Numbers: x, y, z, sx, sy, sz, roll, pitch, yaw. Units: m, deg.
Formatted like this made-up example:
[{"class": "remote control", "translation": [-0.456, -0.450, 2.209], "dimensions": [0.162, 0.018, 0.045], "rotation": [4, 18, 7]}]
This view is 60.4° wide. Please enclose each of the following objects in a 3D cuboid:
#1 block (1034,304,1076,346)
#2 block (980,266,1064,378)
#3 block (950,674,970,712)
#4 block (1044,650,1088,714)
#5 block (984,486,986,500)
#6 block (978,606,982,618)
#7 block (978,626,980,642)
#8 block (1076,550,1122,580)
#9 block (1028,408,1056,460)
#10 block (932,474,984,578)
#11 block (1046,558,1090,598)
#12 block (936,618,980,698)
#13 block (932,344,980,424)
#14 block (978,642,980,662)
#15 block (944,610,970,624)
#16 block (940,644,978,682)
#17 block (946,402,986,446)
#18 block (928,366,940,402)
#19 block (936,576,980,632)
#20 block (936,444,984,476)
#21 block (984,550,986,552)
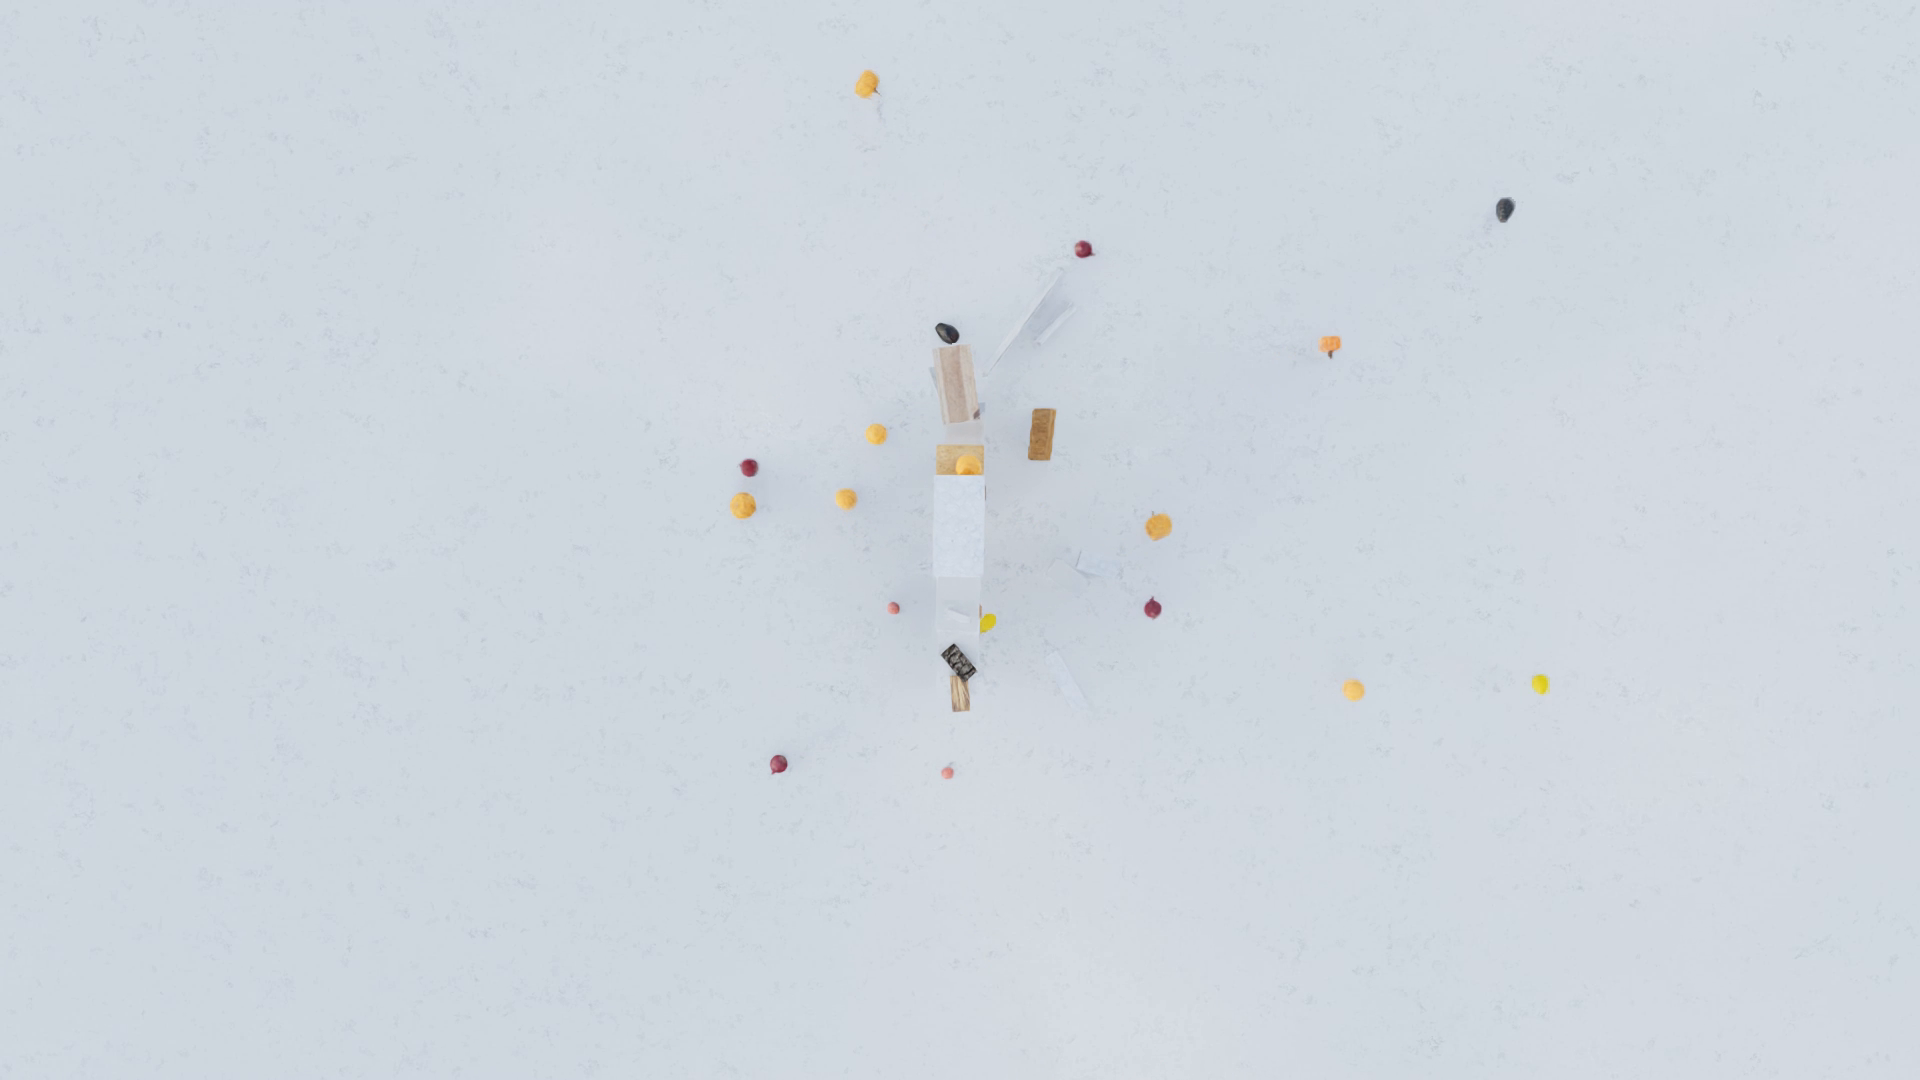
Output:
[{"class": "block", "translation": [0.316, -0.712, 5.457], "dimensions": [0.024, 0.085, 0.170], "rotation": [44, 90, -5]}, {"class": "block", "translation": [0.204, -0.721, 5.457], "dimensions": [0.024, 0.085, 0.432], "rotation": [36, 90, 0]}, {"class": "block", "translation": [0.000, 0.447, 4.807], "dimensions": [0.053, 0.015, 0.106], "rotation": [-4, 91, 0]}, {"class": "block", "translation": [0.353, 0.474, 5.492], "dimensions": [0.053, 0.015, 0.217], "rotation": [-30, 90, 0]}, {"class": "block", "translation": [0.003, -0.130, 4.537], "dimensions": [0.135, 0.269, 0.038], "rotation": [0, 92, 0]}, {"class": "block", "translation": [0.002, 0.211, 4.908], "dimensions": [0.122, 0.343, 0.035], "rotation": [2, 89, 0]}, {"class": "block", "translation": [0.002, 0.283, 4.962], "dimensions": [0.117, 0.233, 0.033], "rotation": [0, 82, 0]}, {"class": "block", "translation": [0.462, 0.082, 5.490], "dimensions": [0.139, 0.020, 0.069], "rotation": [15, 90, 0]}, {"class": "block", "translation": [0.270, -0.349, 5.460], "dimensions": [0.024, 0.085, 0.170], "rotation": [7, 90, -40]}, {"class": "block", "translation": [-0.003, -0.037, 4.382], "dimensions": [0.135, 0.038, 0.269], "rotation": [1, 90, 0]}, {"class": "block", "translation": [0.359, 0.127, 5.490], "dimensions": [0.139, 0.020, 0.069], "rotation": [36, 90, 0]}, {"class": "block", "translation": [-0.006, 0.343, 4.829], "dimensions": [0.117, 0.033, 0.233], "rotation": [2, 91, 0]}, {"class": "block", "translation": [-0.011, -0.469, 4.957], "dimensions": [0.114, 0.032, 0.229], "rotation": [-8, 95, -1]}, {"class": "block", "translation": [0.004, 0.270, 5.248], "dimensions": [0.118, 0.033, 0.236], "rotation": [0, 90, 0]}, {"class": "block", "translation": [-0.008, 0.216, 4.632], "dimensions": [0.069, 0.139, 0.020], "rotation": [18, 87, 0]}, {"class": "block", "translation": [-0.003, 0.357, 4.796], "dimensions": [0.053, 0.015, 0.106], "rotation": [-40, 83, -5]}, {"class": "block", "translation": [0.016, -0.345, 5.088], "dimensions": [0.114, 0.229, 0.032], "rotation": [3, 59, 0]}, {"class": "block", "translation": [-0.018, -0.480, 5.235], "dimensions": [0.114, 0.534, 0.032], "rotation": [-22, 79, 0]}, {"class": "block", "translation": [-0.003, 0.137, 4.720], "dimensions": [0.122, 0.035, 0.244], "rotation": [3, 90, 0]}, {"class": "block", "translation": [-0.001, -0.134, 4.691], "dimensions": [0.135, 0.038, 0.271], "rotation": [1, 90, 0]}, {"class": "block", "translation": [-0.004, 0.032, 4.552], "dimensions": [0.135, 0.300, 0.038], "rotation": [17, 87, 0]}]
